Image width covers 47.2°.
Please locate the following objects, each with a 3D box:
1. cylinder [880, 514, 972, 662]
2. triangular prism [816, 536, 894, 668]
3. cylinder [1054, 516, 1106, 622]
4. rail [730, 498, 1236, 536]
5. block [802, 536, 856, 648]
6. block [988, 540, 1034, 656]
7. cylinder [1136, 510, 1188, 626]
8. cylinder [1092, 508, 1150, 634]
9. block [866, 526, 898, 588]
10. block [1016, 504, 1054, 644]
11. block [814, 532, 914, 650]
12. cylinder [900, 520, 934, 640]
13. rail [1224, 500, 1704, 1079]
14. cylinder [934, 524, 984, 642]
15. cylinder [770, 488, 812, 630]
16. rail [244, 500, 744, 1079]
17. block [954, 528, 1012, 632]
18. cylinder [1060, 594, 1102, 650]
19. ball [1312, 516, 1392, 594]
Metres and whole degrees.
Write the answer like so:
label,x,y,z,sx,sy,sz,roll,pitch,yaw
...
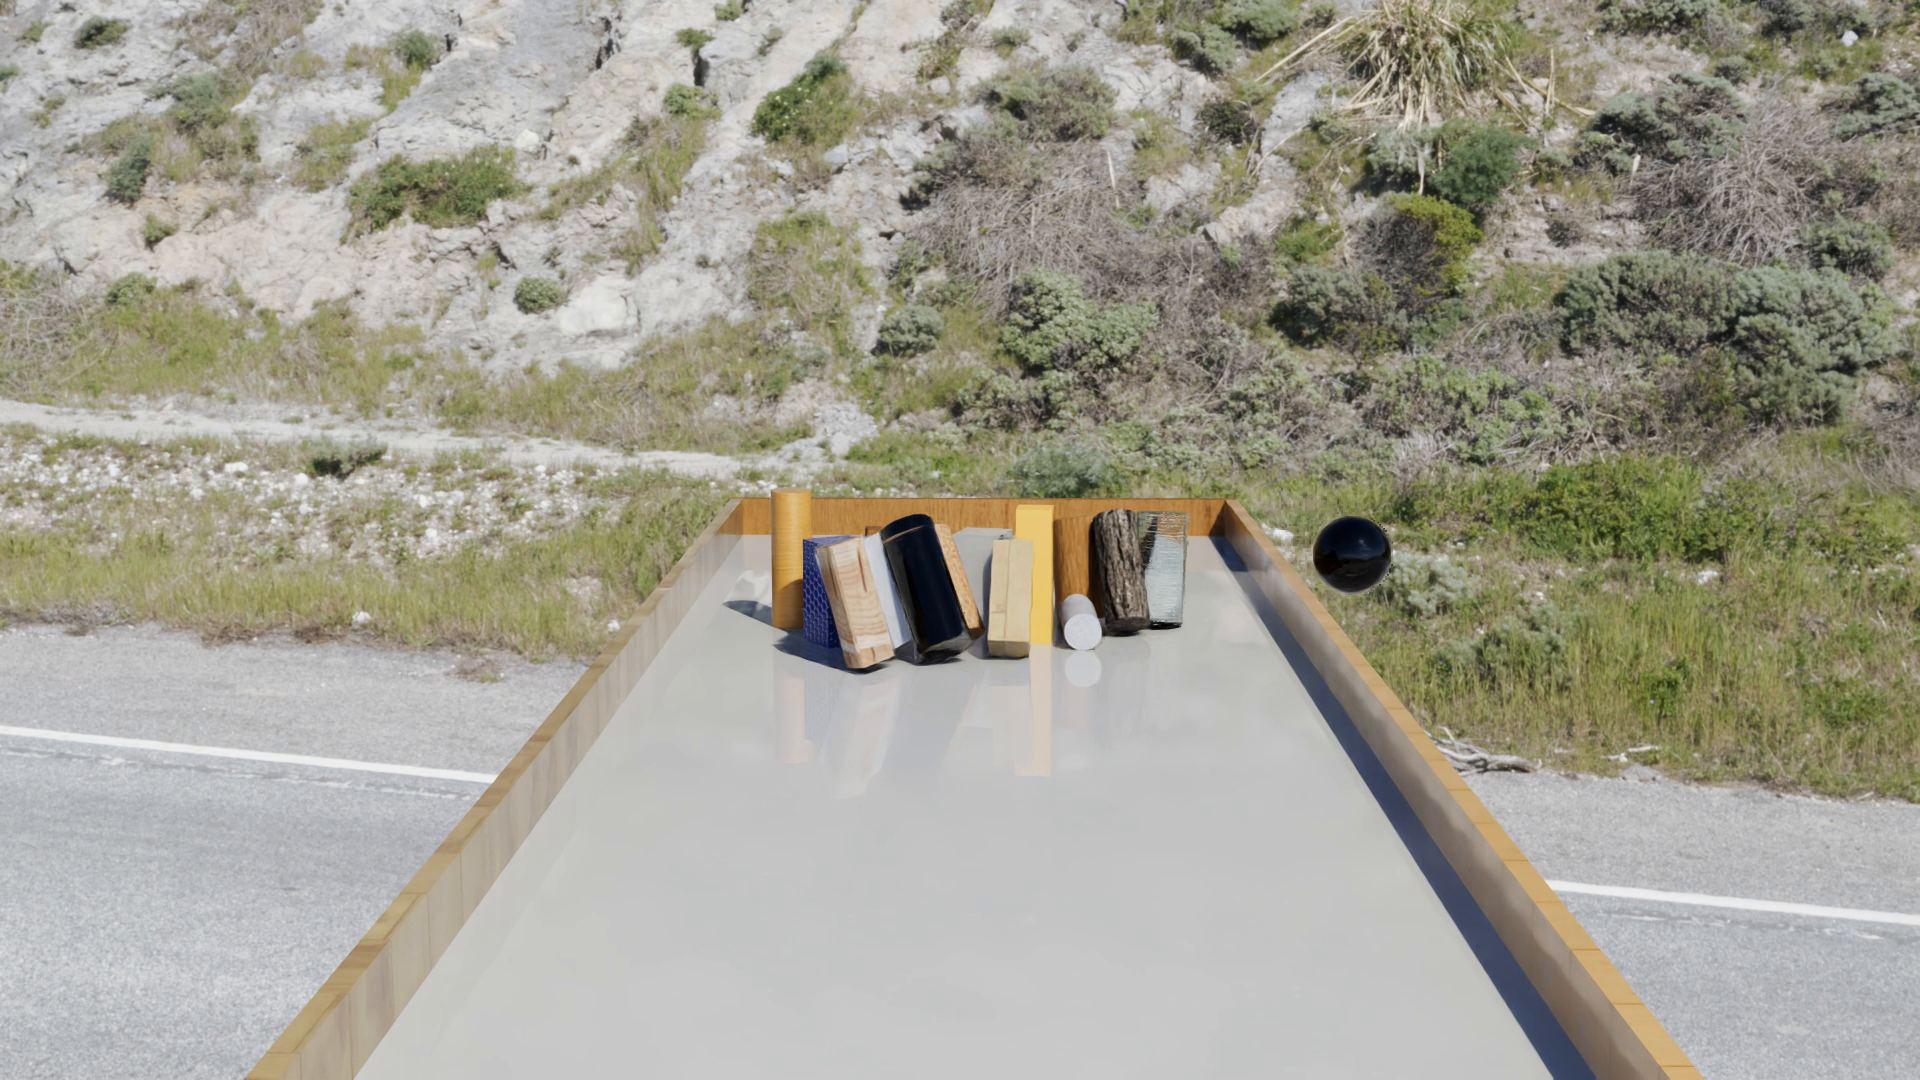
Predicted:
label,x,y,z,sx,sy,sz,roll,pitch,yaw
cylinder,-0.103,0.146,6.690,0.168,0.419,0.168,-16,-22,-7
triangular prism,-0.301,0.184,6.538,0.127,0.371,0.147,-16,3,-20
cylinder,0.385,0.097,7.253,0.162,0.332,0.162,-5,-2,0
rail,0.099,-0.098,9.147,2.100,0.150,0.050,0,9,1
block,-0.384,0.161,6.956,0.165,0.324,0.165,-6,11,-32
block,0.158,0.179,6.765,0.124,0.336,0.124,2,-25,4
cylinder,0.655,0.092,7.219,0.170,0.364,0.170,3,4,0
cylinder,0.522,0.100,7.116,0.143,0.377,0.143,-5,-23,-2
block,-0.230,0.120,7.202,0.148,0.319,0.148,-1,5,-5
block,0.236,0.109,6.954,0.112,0.428,0.112,1,9,5
block,-0.292,0.174,6.714,0.159,0.342,0.159,-17,3,20
cylinder,-0.109,0.128,7.016,0.114,0.360,0.114,-8,-18,-2
rail,1.046,0.843,3.208,0.050,0.150,12.000,0,9,1
cylinder,-0.054,0.146,6.856,0.160,0.358,0.160,-16,-20,-6
cylinder,-0.550,0.060,7.198,0.134,0.449,0.134,0,9,0
rail,-1.004,0.839,3.234,0.050,0.150,12.000,0,9,1
block,0.075,0.129,7.180,0.155,0.318,0.155,3,9,16
cylinder,0.382,0.260,6.995,0.117,0.117,0.334,0,9,0
ball,1.350,0.051,7.578,0.270,0.270,0.270,0,9,0
